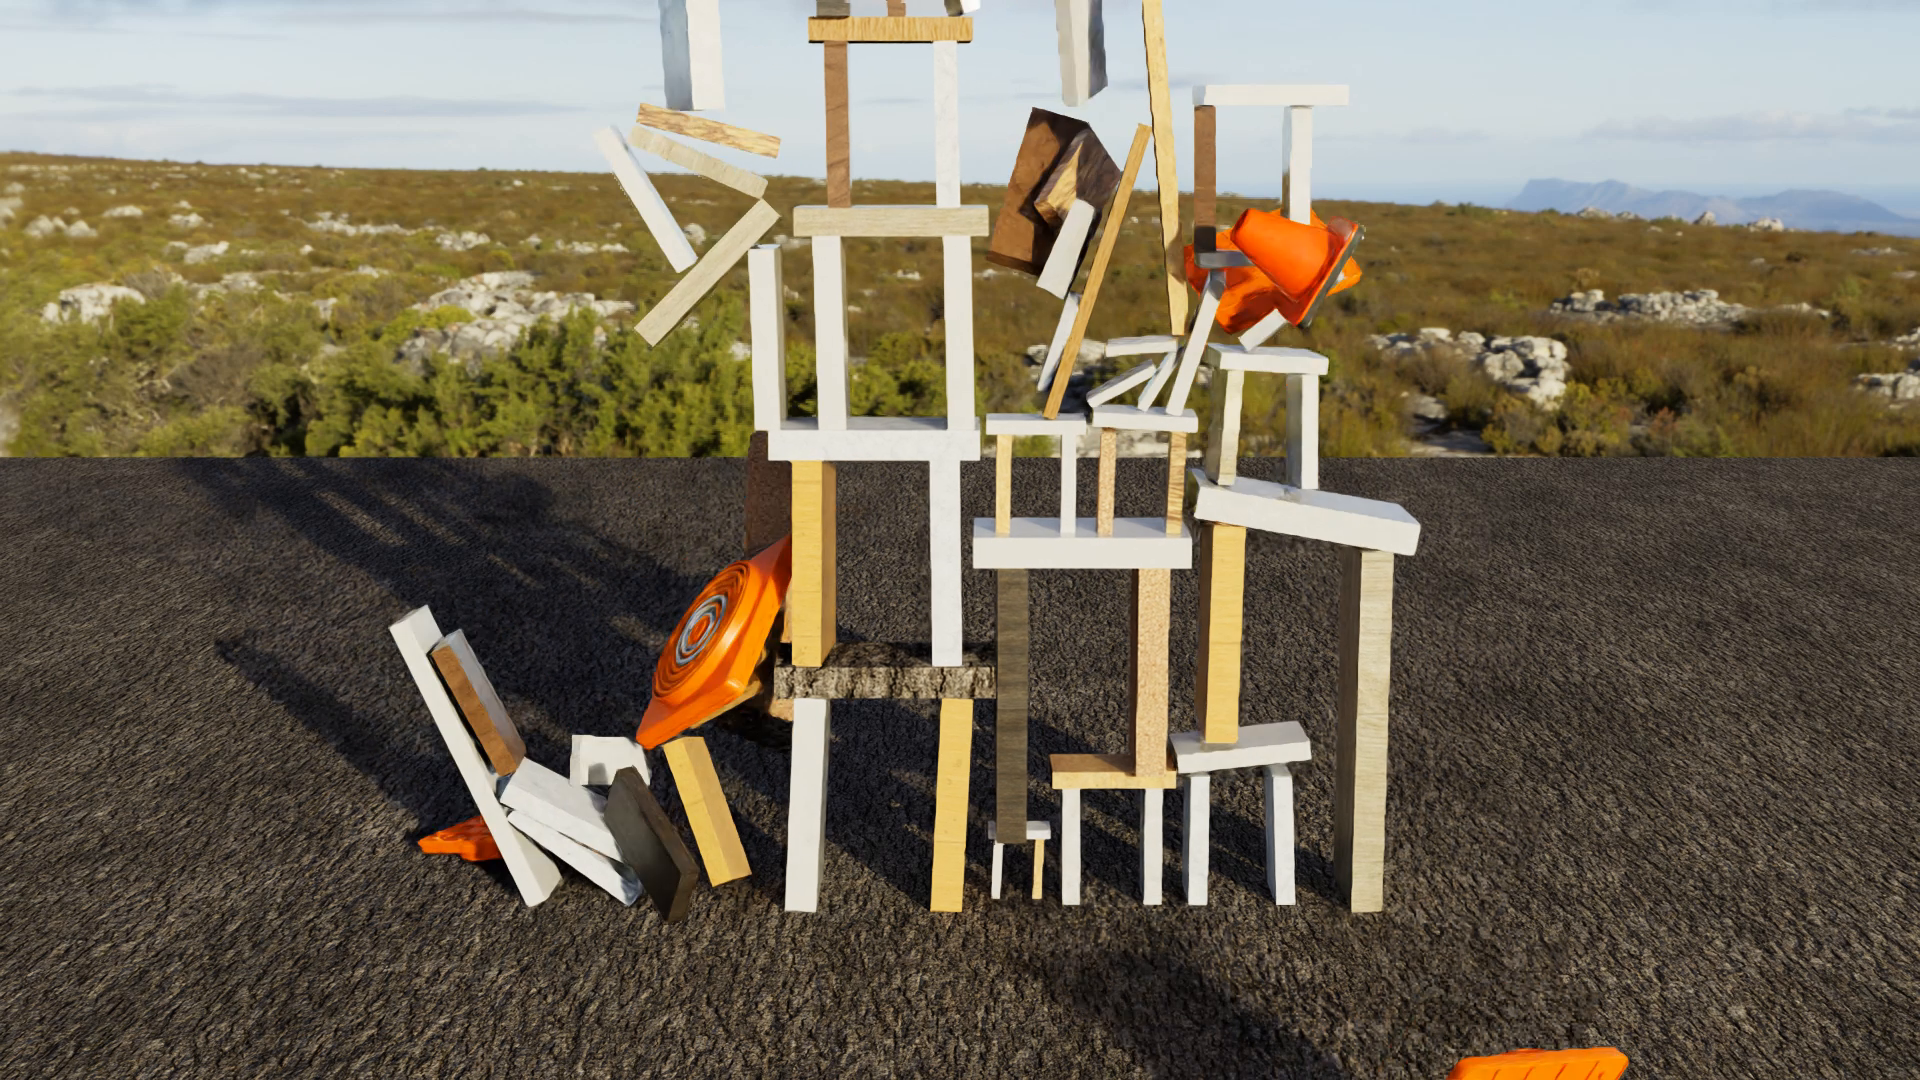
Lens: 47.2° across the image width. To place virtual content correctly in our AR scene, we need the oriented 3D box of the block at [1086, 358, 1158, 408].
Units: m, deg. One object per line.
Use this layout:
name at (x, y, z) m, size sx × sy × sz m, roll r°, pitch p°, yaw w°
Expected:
block at (0.257, -0.250, 3.505) m, size 0.118 × 0.016 × 0.055 m, roll -28°, pitch 13°, yaw 9°

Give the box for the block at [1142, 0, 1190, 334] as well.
block at (0.318, -0.606, 3.425) m, size 0.028 × 0.563 × 0.099 m, roll -5°, pitch 13°, yaw 4°

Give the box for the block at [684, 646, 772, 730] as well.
block at (-0.383, 0.244, 3.635) m, size 0.164 × 0.023 × 0.082 m, roll -29°, pitch 34°, yaw 25°

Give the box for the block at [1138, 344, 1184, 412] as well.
block at (0.318, -0.259, 3.487) m, size 0.016 × 0.111 × 0.055 m, roll 31°, pitch 18°, yaw -4°

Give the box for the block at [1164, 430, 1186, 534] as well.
block at (0.344, -0.099, 3.515) m, size 0.023 × 0.164 × 0.082 m, roll 2°, pitch 13°, yaw 1°

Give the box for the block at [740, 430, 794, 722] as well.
block at (-0.309, 0.070, 3.874) m, size 0.141 × 0.522 × 0.040 m, roll 13°, pitch 24°, yaw 18°

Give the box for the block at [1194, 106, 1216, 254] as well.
block at (0.378, -0.558, 3.397) m, size 0.031 × 0.220 × 0.110 m, roll 0°, pitch 12°, yaw 5°

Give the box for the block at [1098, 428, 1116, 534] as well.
block at (0.236, -0.100, 3.517) m, size 0.023 × 0.164 × 0.082 m, roll 2°, pitch 14°, yaw 4°

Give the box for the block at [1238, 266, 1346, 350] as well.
block at (0.523, -0.365, 3.460) m, size 0.175 × 0.025 × 0.088 m, roll -38°, pitch -3°, yaw 23°

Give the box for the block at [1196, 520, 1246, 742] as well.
block at (0.421, 0.134, 3.568) m, size 0.050 × 0.352 × 0.176 m, roll 1°, pitch 11°, yaw 1°

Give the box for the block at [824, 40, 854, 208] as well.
block at (-0.189, -0.649, 3.436) m, size 0.036 × 0.252 × 0.126 m, roll -1°, pitch 11°, yaw -1°

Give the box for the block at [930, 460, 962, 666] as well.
block at (-0.023, 0.023, 3.570) m, size 0.047 × 0.332 × 0.166 m, roll -1°, pitch 11°, yaw 0°

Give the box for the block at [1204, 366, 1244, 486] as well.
block at (0.421, -0.185, 3.505) m, size 0.026 × 0.182 × 0.091 m, roll 2°, pitch 11°, yaw -9°

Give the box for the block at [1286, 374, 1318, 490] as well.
block at (0.550, -0.176, 3.536) m, size 0.026 × 0.182 × 0.091 m, roll -1°, pitch 6°, yaw -8°

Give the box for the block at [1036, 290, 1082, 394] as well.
block at (0.158, -0.315, 3.493) m, size 0.021 × 0.149 × 0.074 m, roll 18°, pitch 31°, yaw 0°

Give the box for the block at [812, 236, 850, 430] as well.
block at (-0.204, -0.334, 3.498) m, size 0.043 × 0.302 × 0.151 m, roll -1°, pitch 11°, yaw 0°

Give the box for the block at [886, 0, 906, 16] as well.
block at (-0.102, -0.908, 3.389) m, size 0.028 × 0.201 × 0.100 m, roll -3°, pitch 12°, yaw -1°

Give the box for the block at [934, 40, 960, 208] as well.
block at (-0.021, -0.650, 3.440) m, size 0.036 × 0.252 × 0.126 m, roll -1°, pitch 11°, yaw -1°

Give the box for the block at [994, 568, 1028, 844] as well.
block at (0.083, 0.251, 3.601) m, size 0.049 × 0.456 × 0.172 m, roll 0°, pitch 11°, yaw -1°

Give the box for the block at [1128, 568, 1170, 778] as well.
block at (0.308, 0.197, 3.586) m, size 0.049 × 0.344 × 0.172 m, roll 0°, pitch 11°, yaw 0°

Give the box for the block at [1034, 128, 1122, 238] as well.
block at (0.193, -0.568, 3.558) m, size 0.028 × 0.099 × 0.198 m, roll -14°, pitch 35°, yaw 41°

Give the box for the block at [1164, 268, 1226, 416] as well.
block at (0.370, -0.311, 3.458) m, size 0.025 × 0.224 × 0.088 m, roll 17°, pitch 19°, yaw 0°

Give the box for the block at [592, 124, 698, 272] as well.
block at (-0.490, -0.534, 3.435) m, size 0.031 × 0.244 × 0.111 m, roll -31°, pitch 13°, yaw 2°

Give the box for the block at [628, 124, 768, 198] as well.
block at (-0.409, -0.592, 3.446) m, size 0.221 × 0.031 × 0.111 m, roll 22°, pitch 6°, yaw -9°

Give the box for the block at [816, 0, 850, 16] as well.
block at (-0.197, -0.981, 3.374) m, size 0.050 × 0.353 × 0.176 m, roll -1°, pitch 11°, yaw -3°

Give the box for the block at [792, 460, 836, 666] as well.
block at (-0.237, 0.023, 3.570) m, size 0.047 × 0.332 × 0.166 m, roll 2°, pitch 11°, yaw 5°

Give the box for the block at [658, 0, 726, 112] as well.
block at (-0.423, -0.862, 3.401) m, size 0.050 × 0.388 × 0.176 m, roll -7°, pitch 12°, yaw -20°

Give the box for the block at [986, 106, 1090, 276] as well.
block at (0.129, -0.570, 3.585) m, size 0.100 × 0.319 × 0.028 m, roll 16°, pitch -32°, yaw 0°

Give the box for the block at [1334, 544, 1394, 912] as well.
block at (0.660, 0.295, 3.608) m, size 0.050 × 0.600 × 0.176 m, roll 0°, pitch 12°, yaw 0°

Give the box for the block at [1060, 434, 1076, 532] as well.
block at (0.173, -0.097, 3.526) m, size 0.022 × 0.158 × 0.079 m, roll 0°, pitch 11°, yaw 1°

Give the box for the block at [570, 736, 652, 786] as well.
block at (-0.586, 0.371, 3.701) m, size 0.023 × 0.082 × 0.164 m, roll -3°, pitch -6°, yaw 37°

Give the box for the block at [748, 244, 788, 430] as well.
block at (-0.304, -0.324, 3.498) m, size 0.040 × 0.282 × 0.141 m, roll -1°, pitch 11°, yaw 1°

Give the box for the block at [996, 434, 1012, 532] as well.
block at (0.069, -0.097, 3.526) m, size 0.022 × 0.158 × 0.079 m, roll 1°, pitch 11°, yaw 0°

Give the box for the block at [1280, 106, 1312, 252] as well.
block at (0.524, -0.564, 3.430) m, size 0.031 × 0.220 × 0.110 m, roll 0°, pitch 10°, yaw 1°

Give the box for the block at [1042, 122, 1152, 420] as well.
block at (0.215, -0.422, 3.462) m, size 0.021 × 0.477 × 0.074 m, roll 18°, pitch 12°, yaw 0°

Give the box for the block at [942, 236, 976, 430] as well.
block at (-0.002, -0.334, 3.498) m, size 0.043 × 0.301 × 0.151 m, roll -1°, pitch 10°, yaw 0°
